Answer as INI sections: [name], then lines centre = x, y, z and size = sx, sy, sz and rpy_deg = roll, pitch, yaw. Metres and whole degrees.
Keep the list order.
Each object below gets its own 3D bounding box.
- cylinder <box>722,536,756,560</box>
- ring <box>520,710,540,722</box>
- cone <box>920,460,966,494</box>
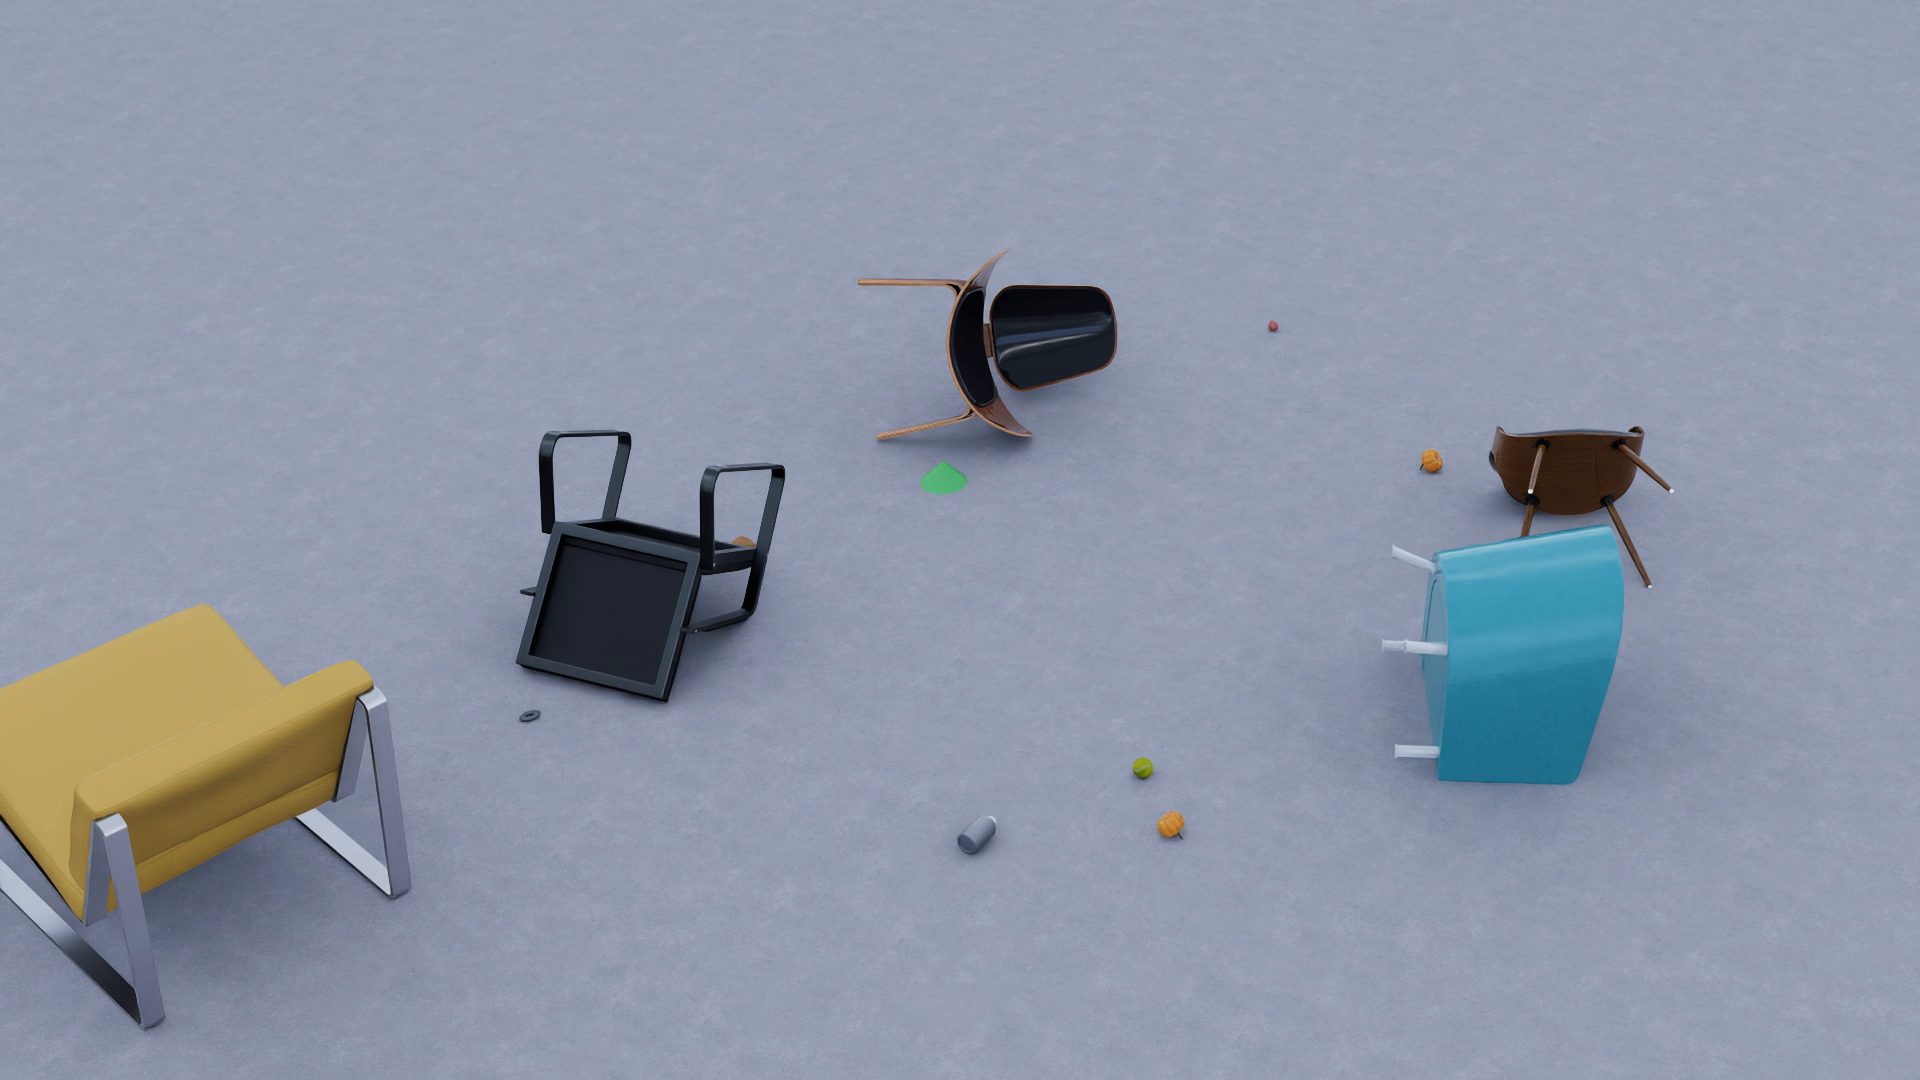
[cylinder]
centre = -0.819, 0.028, 10.862
size = 0.082, 0.043, 0.093
rpy_deg = 23, 40, 23
[ring]
centre = -1.470, 0.601, 10.018
size = 0.078, 0.016, 0.046
rpy_deg = -19, 37, -27
[cone]
centre = -0.063, -0.264, 11.258
size = 0.187, 0.096, 0.170
rpy_deg = -23, 40, -30
